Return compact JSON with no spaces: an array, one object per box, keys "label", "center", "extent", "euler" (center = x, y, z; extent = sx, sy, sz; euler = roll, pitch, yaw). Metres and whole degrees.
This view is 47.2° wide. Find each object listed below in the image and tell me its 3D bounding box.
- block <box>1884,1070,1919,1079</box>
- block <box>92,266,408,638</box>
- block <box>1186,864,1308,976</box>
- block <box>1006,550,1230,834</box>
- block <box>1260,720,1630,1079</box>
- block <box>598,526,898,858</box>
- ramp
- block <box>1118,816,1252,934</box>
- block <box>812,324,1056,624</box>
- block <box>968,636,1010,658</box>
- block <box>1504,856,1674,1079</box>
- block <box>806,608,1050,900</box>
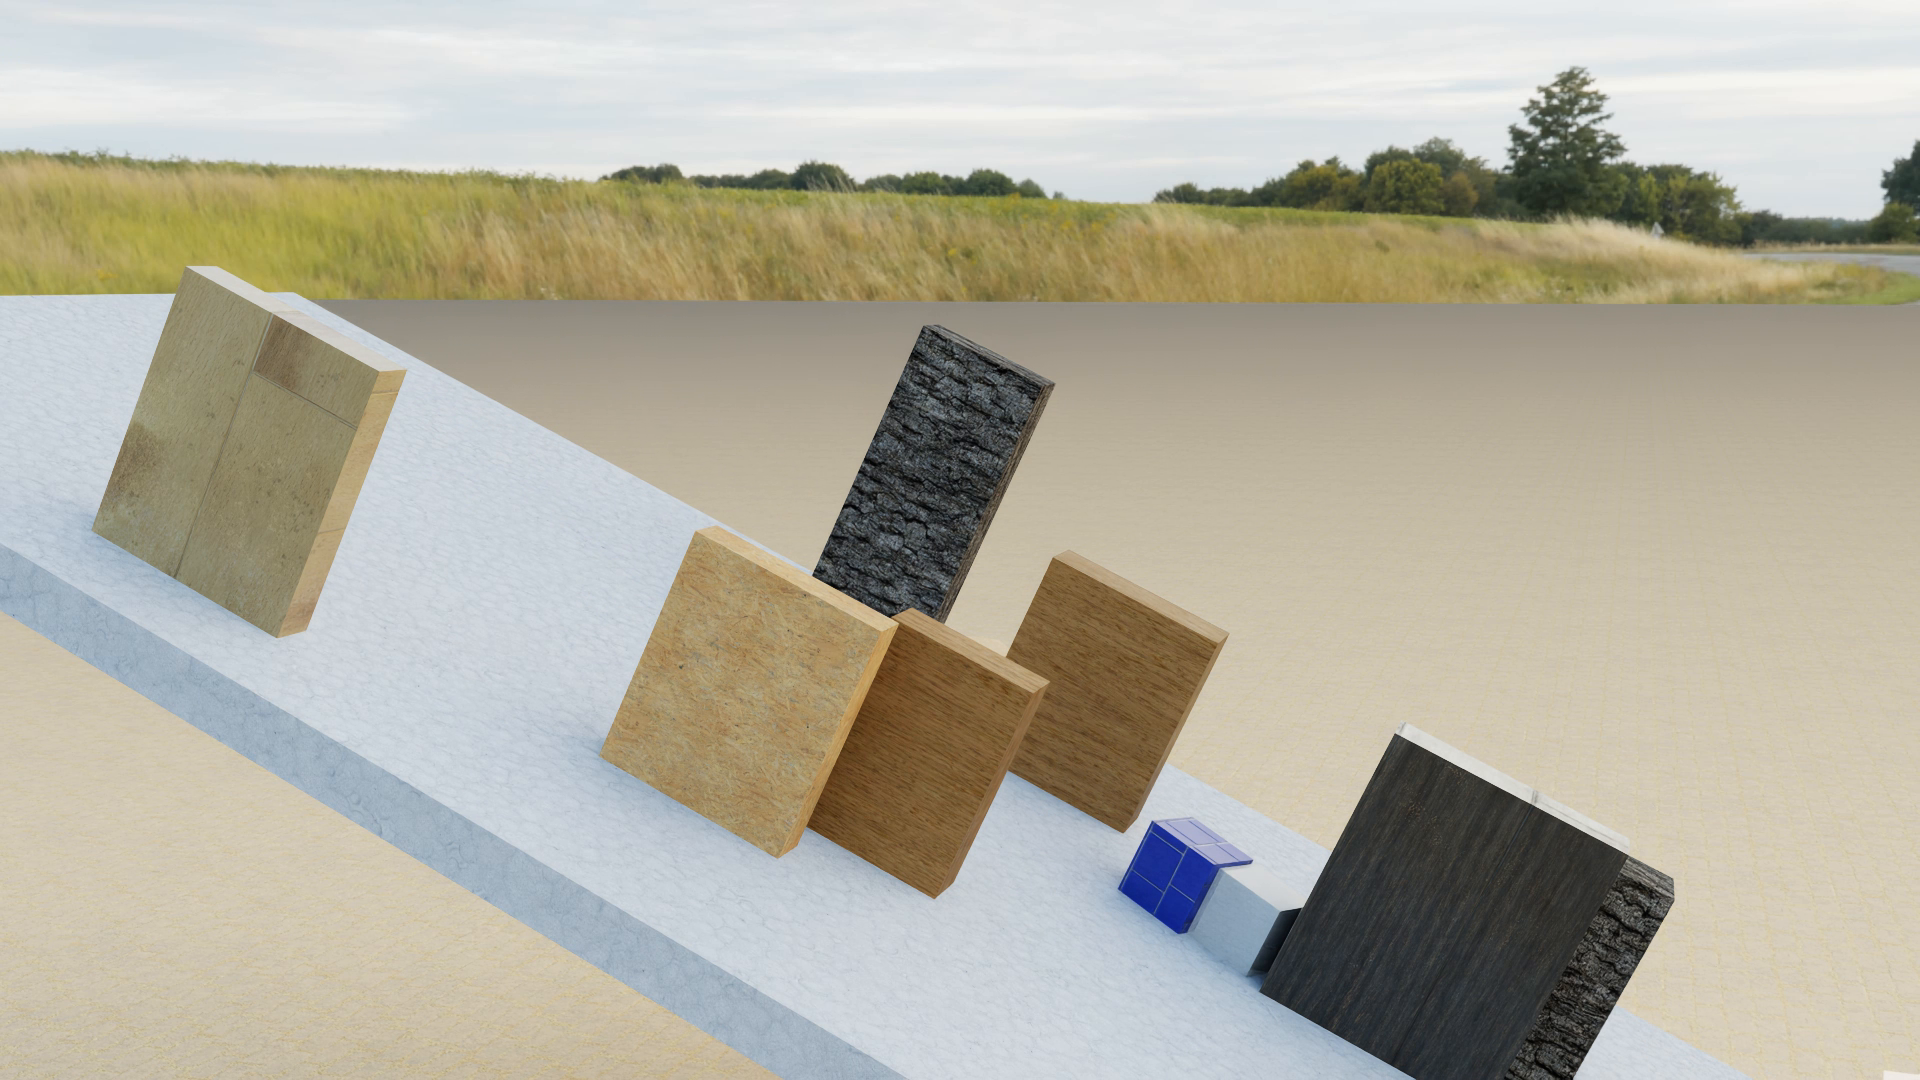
[{"label":"block","center":[1.994,1.218,4.538],"extent":[0.172,0.172,0.172],"euler":[3,7,23]},{"label":"block","center":[-1.162,-0.145,3.582],"extent":[0.385,0.480,0.082],"euler":[28,14,12]},{"label":"block","center":[0.540,0.703,4.074],"extent":[0.142,0.142,0.142],"euler":[34,16,33]},{"label":"block","center":[0.277,0.306,4.481],"extent":[0.372,0.440,0.131],"euler":[28,14,12]},{"label":"block","center":[0.854,0.668,3.901],"extent":[0.439,0.540,0.115],"euler":[28,14,12]},{"label":"block","center":[-0.351,0.248,3.627],"extent":[0.353,0.426,0.088],"euler":[28,14,12]},{"label":"ramp","center":[-0.261,0.445,4.169],"extent":[4.000,0.100,2.000],"euler":[28,14,12]},{"label":"block","center":[0.424,0.628,4.133],"extent":[0.151,0.151,0.151],"euler":[34,16,33]},{"label":"block","center":[-0.074,-0.102,4.886],"extent":[0.298,0.686,0.115],"euler":[28,14,12]},{"label":"block","center":[0.049,0.309,4.687],"extent":[0.152,0.152,0.152],"euler":[9,20,-48]},{"label":"block","center":[1.064,0.777,3.983],"extent":[0.243,0.481,0.148],"euler":[28,14,12]},{"label":"block","center":[-0.063,0.362,3.752],"extent":[0.272,0.402,0.111],"euler":[28,14,12]}]
